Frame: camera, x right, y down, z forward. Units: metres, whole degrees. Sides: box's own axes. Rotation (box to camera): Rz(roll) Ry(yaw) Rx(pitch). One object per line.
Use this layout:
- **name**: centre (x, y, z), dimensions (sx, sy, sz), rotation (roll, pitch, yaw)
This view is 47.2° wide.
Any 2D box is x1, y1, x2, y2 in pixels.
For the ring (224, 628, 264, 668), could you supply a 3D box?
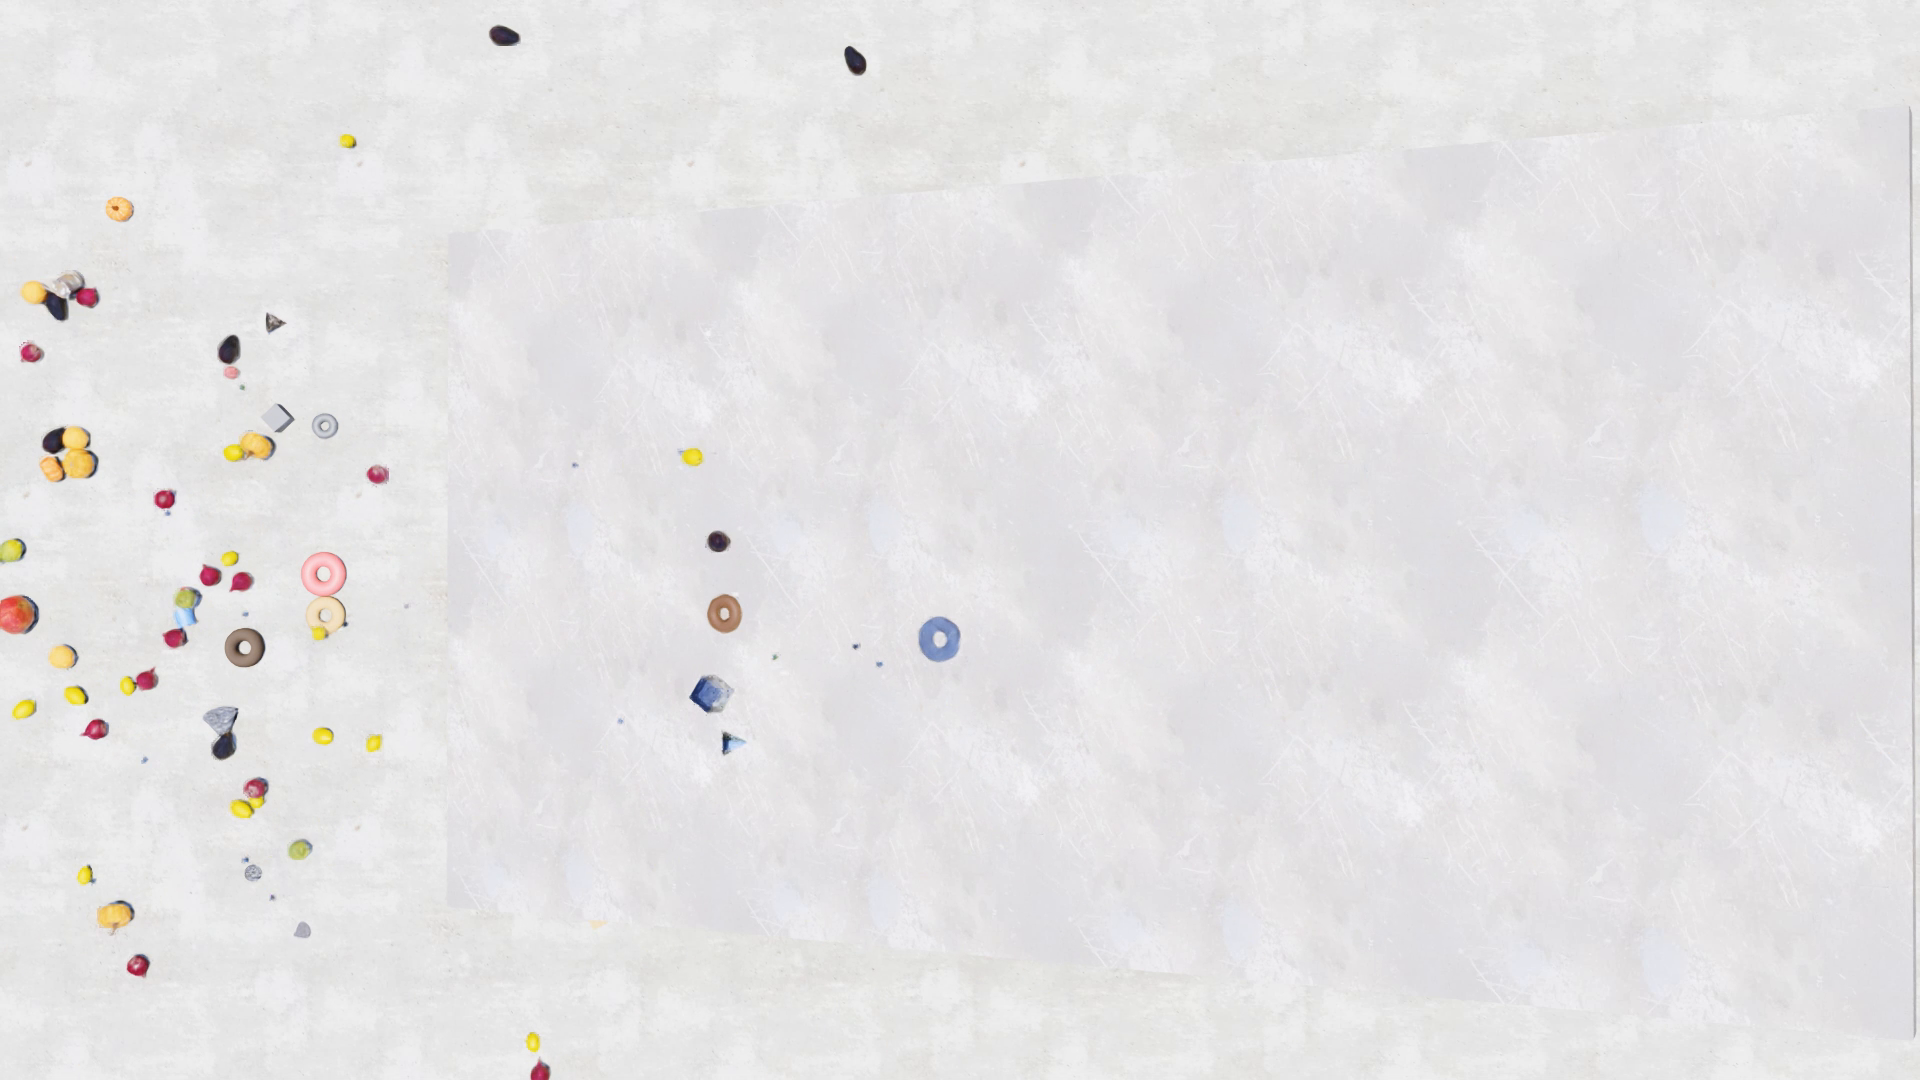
- **ring**: centre (-2.147, 0.324, 6.599), dimensions (0.120, 0.040, 0.120), rotation (0, 91, 1)

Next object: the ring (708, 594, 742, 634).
- **ring**: centre (-0.649, 0.205, 6.061), dimensions (0.108, 0.036, 0.108), rotation (0, 91, 27)

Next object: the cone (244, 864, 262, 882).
- **cone**: centre (-2.125, 1.001, 6.585), dimensions (0.053, 0.053, 0.053), rotation (0, 89, 0)

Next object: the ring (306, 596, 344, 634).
- **ring**: centre (-1.905, 0.226, 6.601), dimensions (0.117, 0.039, 0.117), rotation (0, 90, -1)

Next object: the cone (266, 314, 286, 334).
- **cone**: centre (-2.053, -0.652, 6.616), dimensions (0.060, 0.060, 0.060), rotation (-1, 89, -27)

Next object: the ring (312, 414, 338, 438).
- **ring**: centre (-1.910, -0.343, 6.613), dimensions (0.078, 0.026, 0.078), rotation (0, 90, -1)

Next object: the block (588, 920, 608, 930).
- **block**: centre (-1.066, 1.092, 6.563), dimensions (0.095, 0.095, 0.095), rotation (-28, 89, 0)

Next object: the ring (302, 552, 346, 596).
- **ring**: centre (-1.911, 0.103, 6.599), dimensions (0.135, 0.045, 0.135), rotation (0, 88, 1)

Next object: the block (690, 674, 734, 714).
- **block**: centre (-0.683, 0.424, 6.055), dimensions (0.073, 0.073, 0.073), rotation (37, 106, 23)

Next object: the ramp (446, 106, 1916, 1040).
- **ramp**: centre (0.278, 0.079, 5.660), dimensions (4.000, 0.100, 2.000), rotation (0, 89, 27)

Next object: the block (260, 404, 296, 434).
- **block**: centre (-2.045, -0.365, 6.596), dimensions (0.062, 0.062, 0.062), rotation (-43, 90, 0)

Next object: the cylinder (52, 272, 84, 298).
- **cylinder**: centre (-2.673, -0.764, 6.587), dimensions (0.062, 0.062, 0.062), rotation (10, 122, 16)

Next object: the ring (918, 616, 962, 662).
- **ring**: centre (-0.053, 0.260, 5.750), dimensions (0.123, 0.041, 0.123), rotation (0, 90, 26)

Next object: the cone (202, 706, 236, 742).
- **cone**: centre (-2.211, 0.565, 6.595), dimensions (0.097, 0.097, 0.097), rotation (-4, 116, 0)
